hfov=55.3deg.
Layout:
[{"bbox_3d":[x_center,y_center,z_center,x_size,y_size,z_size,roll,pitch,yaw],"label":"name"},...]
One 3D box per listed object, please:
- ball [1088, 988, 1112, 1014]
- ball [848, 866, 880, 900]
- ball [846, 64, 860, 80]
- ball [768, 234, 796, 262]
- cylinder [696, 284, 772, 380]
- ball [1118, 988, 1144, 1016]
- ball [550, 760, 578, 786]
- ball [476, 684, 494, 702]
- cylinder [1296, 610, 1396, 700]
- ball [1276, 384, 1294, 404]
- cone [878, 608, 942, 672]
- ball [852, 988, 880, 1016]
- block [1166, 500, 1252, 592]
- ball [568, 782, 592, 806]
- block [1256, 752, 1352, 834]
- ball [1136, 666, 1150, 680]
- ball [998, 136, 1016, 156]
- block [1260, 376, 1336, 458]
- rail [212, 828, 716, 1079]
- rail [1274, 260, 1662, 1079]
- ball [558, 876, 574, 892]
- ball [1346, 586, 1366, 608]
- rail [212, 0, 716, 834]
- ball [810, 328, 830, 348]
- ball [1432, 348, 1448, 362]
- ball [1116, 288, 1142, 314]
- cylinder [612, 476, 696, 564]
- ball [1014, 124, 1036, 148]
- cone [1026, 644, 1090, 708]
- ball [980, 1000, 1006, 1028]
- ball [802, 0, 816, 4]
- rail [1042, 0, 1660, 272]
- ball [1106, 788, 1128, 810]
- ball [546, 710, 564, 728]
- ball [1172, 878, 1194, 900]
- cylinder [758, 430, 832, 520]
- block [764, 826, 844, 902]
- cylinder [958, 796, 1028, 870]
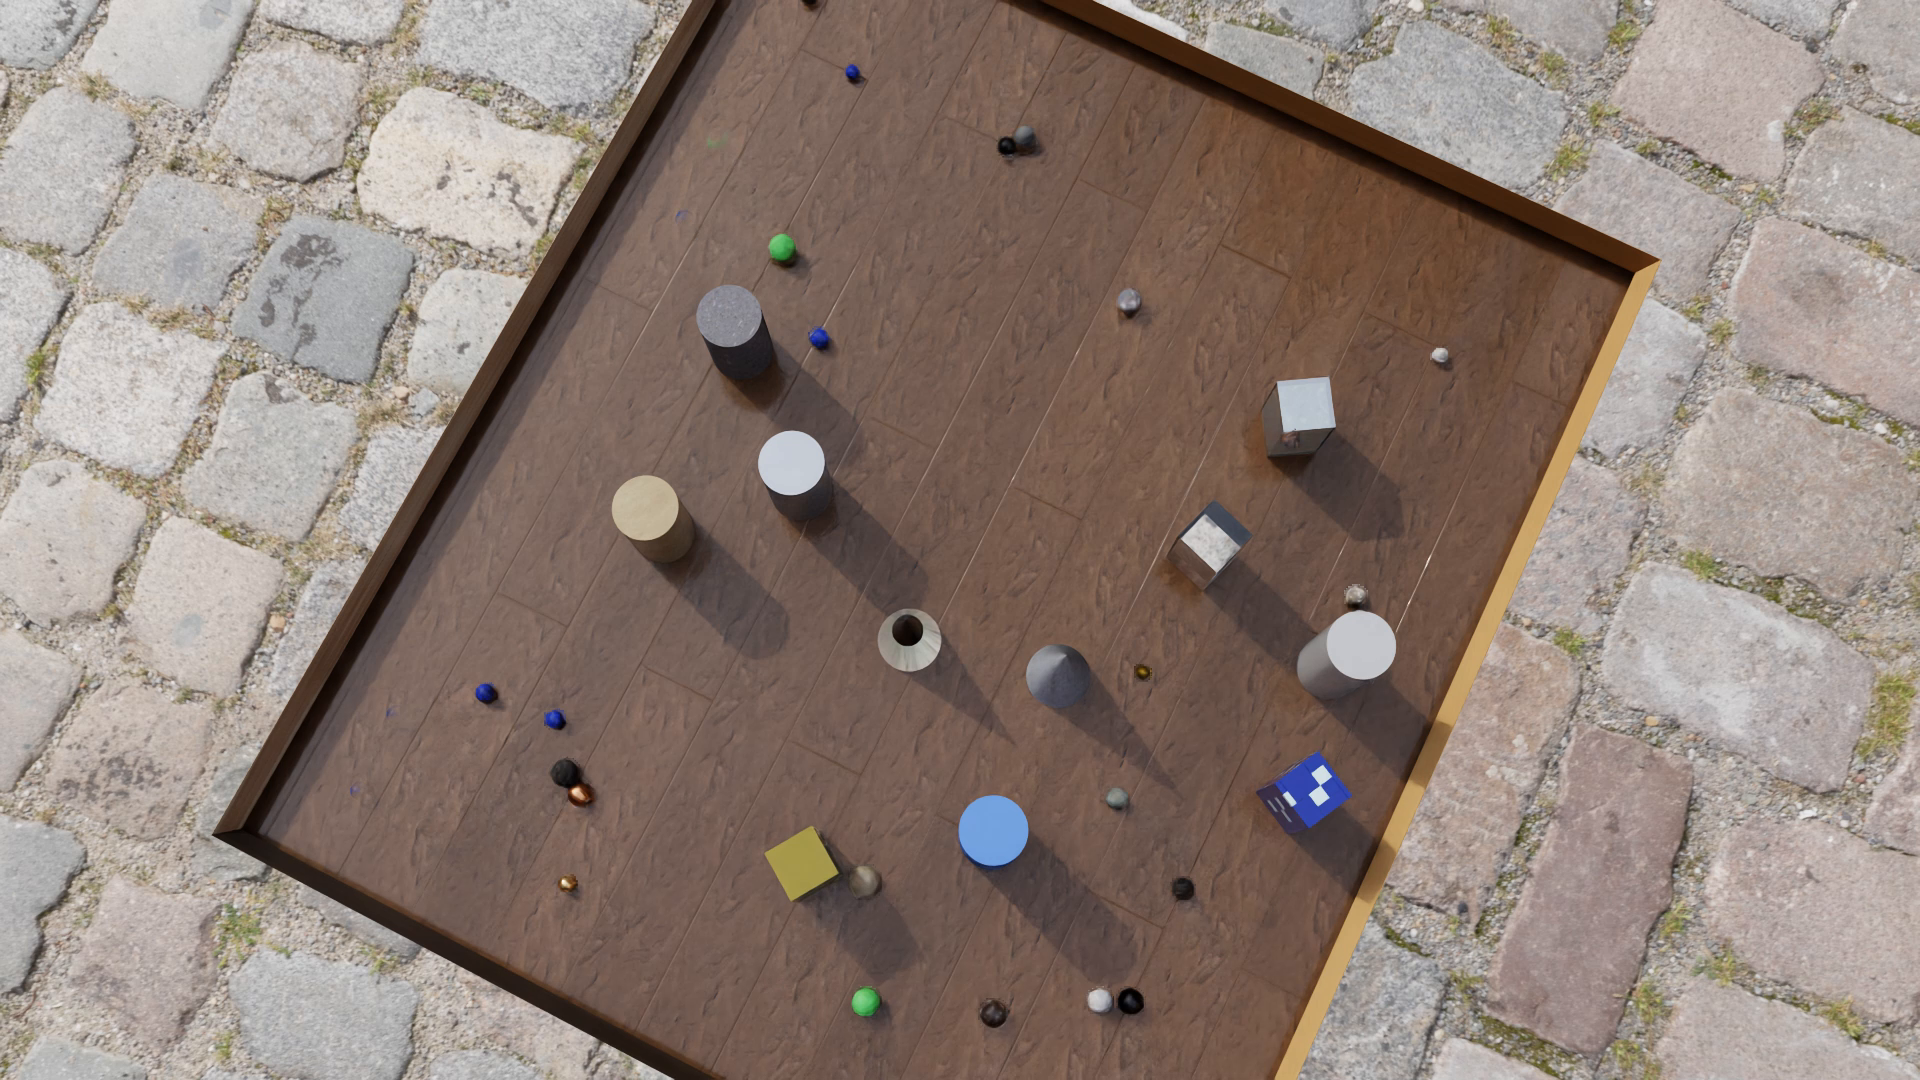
[{"bbox_3d":[0.406,1.335,5.304,0.071,0.071,0.071,0,78,0],"label":"ball"},{"bbox_3d":[-0.280,1.001,5.360,0.096,0.096,0.096,0,78,0],"label":"ball"},{"bbox_3d":[-0.347,-1.508,5.905,0.046,0.046,0.046,0,78,0],"label":"ball"},{"bbox_3d":[-0.559,-0.919,5.764,0.084,0.084,0.084,0,78,0],"label":"ball"},{"bbox_3d":[-0.682,-0.628,5.575,0.193,0.336,0.193,0,78,0],"label":"cylinder"},{"bbox_3d":[0.494,1.336,5.301,0.076,0.076,0.076,0,78,0],"label":"ball"},{"bbox_3d":[-1.172,0.691,5.432,0.082,0.082,0.082,0,78,0],"label":"ball"},{"bbox_3d":[-1.425,0.457,5.493,0.056,0.056,0.056,0,78,0],"label":"ball"},{"bbox_3d":[1.113,0.338,5.308,0.193,0.467,0.193,0,78,0],"label":"cylinder"},{"bbox_3d":[1.007,-0.452,5.680,0.059,0.059,0.059,0,78,0],"label":"ball"},{"bbox_3d":[-0.153,0.264,5.367,0.193,0.381,0.193,0,78,0],"label":"cone"},{"bbox_3d":[-0.273,1.337,5.299,0.080,0.080,0.080,0,78,0],"label":"ball"},{"bbox_3d":[0.739,0.019,5.455,0.154,0.309,0.154,44,82,8],"label":"block"},{"bbox_3d":[-1.127,0.752,5.425,0.070,0.070,0.070,0,78,0],"label":"ball"},{"bbox_3d":[0.987,0.732,5.287,0.154,0.349,0.154,-35,81,-7],"label":"block"},{"bbox_3d":[0.549,0.398,5.513,0.042,0.042,0.042,0,78,0],"label":"ball"},{"bbox_3d":[0.149,-1.256,5.846,0.060,0.060,0.060,0,78,0],"label":"ball"},{"bbox_3d":[1.018,-0.368,5.536,0.154,0.306,0.154,-5,78,-1],"label":"block"},{"bbox_3d":[-0.776,1.526,5.236,3.098,0.125,0.045,26,80,5],"label":"rail"},{"bbox_3d":[1.364,0.675,5.412,0.045,0.125,3.516,26,80,5],"label":"rail"},{"bbox_3d":[-1.156,1.009,5.383,0.048,0.048,0.048,0,78,0],"label":"ball"},{"bbox_3d":[1.198,0.173,5.549,0.062,0.062,0.062,0,78,0],"label":"ball"},{"bbox_3d":[-1.364,-0.661,5.688,0.045,0.125,3.516,26,80,5],"label":"rail"},{"bbox_3d":[-0.438,-0.630,5.717,0.059,0.059,0.059,0,78,0],"label":"ball"},{"bbox_3d":[1.497,-0.576,5.711,0.048,0.048,0.048,0,78,0],"label":"ball"},{"bbox_3d":[0.529,-0.747,5.732,0.077,0.077,0.077,0,78,0],"label":"ball"},{"bbox_3d":[-0.908,-0.058,5.454,0.193,0.342,0.193,0,78,0],"label":"cylinder"},{"bbox_3d":[0.209,-1.287,5.846,0.072,0.072,0.072,0,78,0],"label":"ball"},{"bbox_3d":[0.296,0.365,5.316,0.193,0.440,0.193,0,78,0],"label":"cone"},{"bbox_3d":[0.097,1.369,5.294,0.077,0.077,0.077,0,78,0],"label":"ball"},{"bbox_3d":[-0.491,-1.770,5.954,0.056,0.056,0.056,0,78,0],"label":"ball"},{"bbox_3d":[0.776,-1.512,5.864,3.098,0.125,0.045,26,80,5],"label":"rail"},{"bbox_3d":[0.466,0.765,5.425,0.065,0.065,0.065,0,78,0],"label":"ball"},{"bbox_3d":[-1.212,0.536,5.479,0.053,0.053,0.053,0,78,0],"label":"ball"},{"bbox_3d":[0.654,1.023,5.371,0.067,0.067,0.067,0,78,0],"label":"ball"},{"bbox_3d":[-0.489,-0.189,5.479,0.193,0.345,0.193,0,78,0],"label":"cylinder"},{"bbox_3d":[-0.445,0.936,5.283,0.154,0.274,0.154,-30,80,-6],"label":"block"},{"bbox_3d":[0.093,0.840,5.246,0.193,0.385,0.193,0,78,0],"label":"cylinder"}]
